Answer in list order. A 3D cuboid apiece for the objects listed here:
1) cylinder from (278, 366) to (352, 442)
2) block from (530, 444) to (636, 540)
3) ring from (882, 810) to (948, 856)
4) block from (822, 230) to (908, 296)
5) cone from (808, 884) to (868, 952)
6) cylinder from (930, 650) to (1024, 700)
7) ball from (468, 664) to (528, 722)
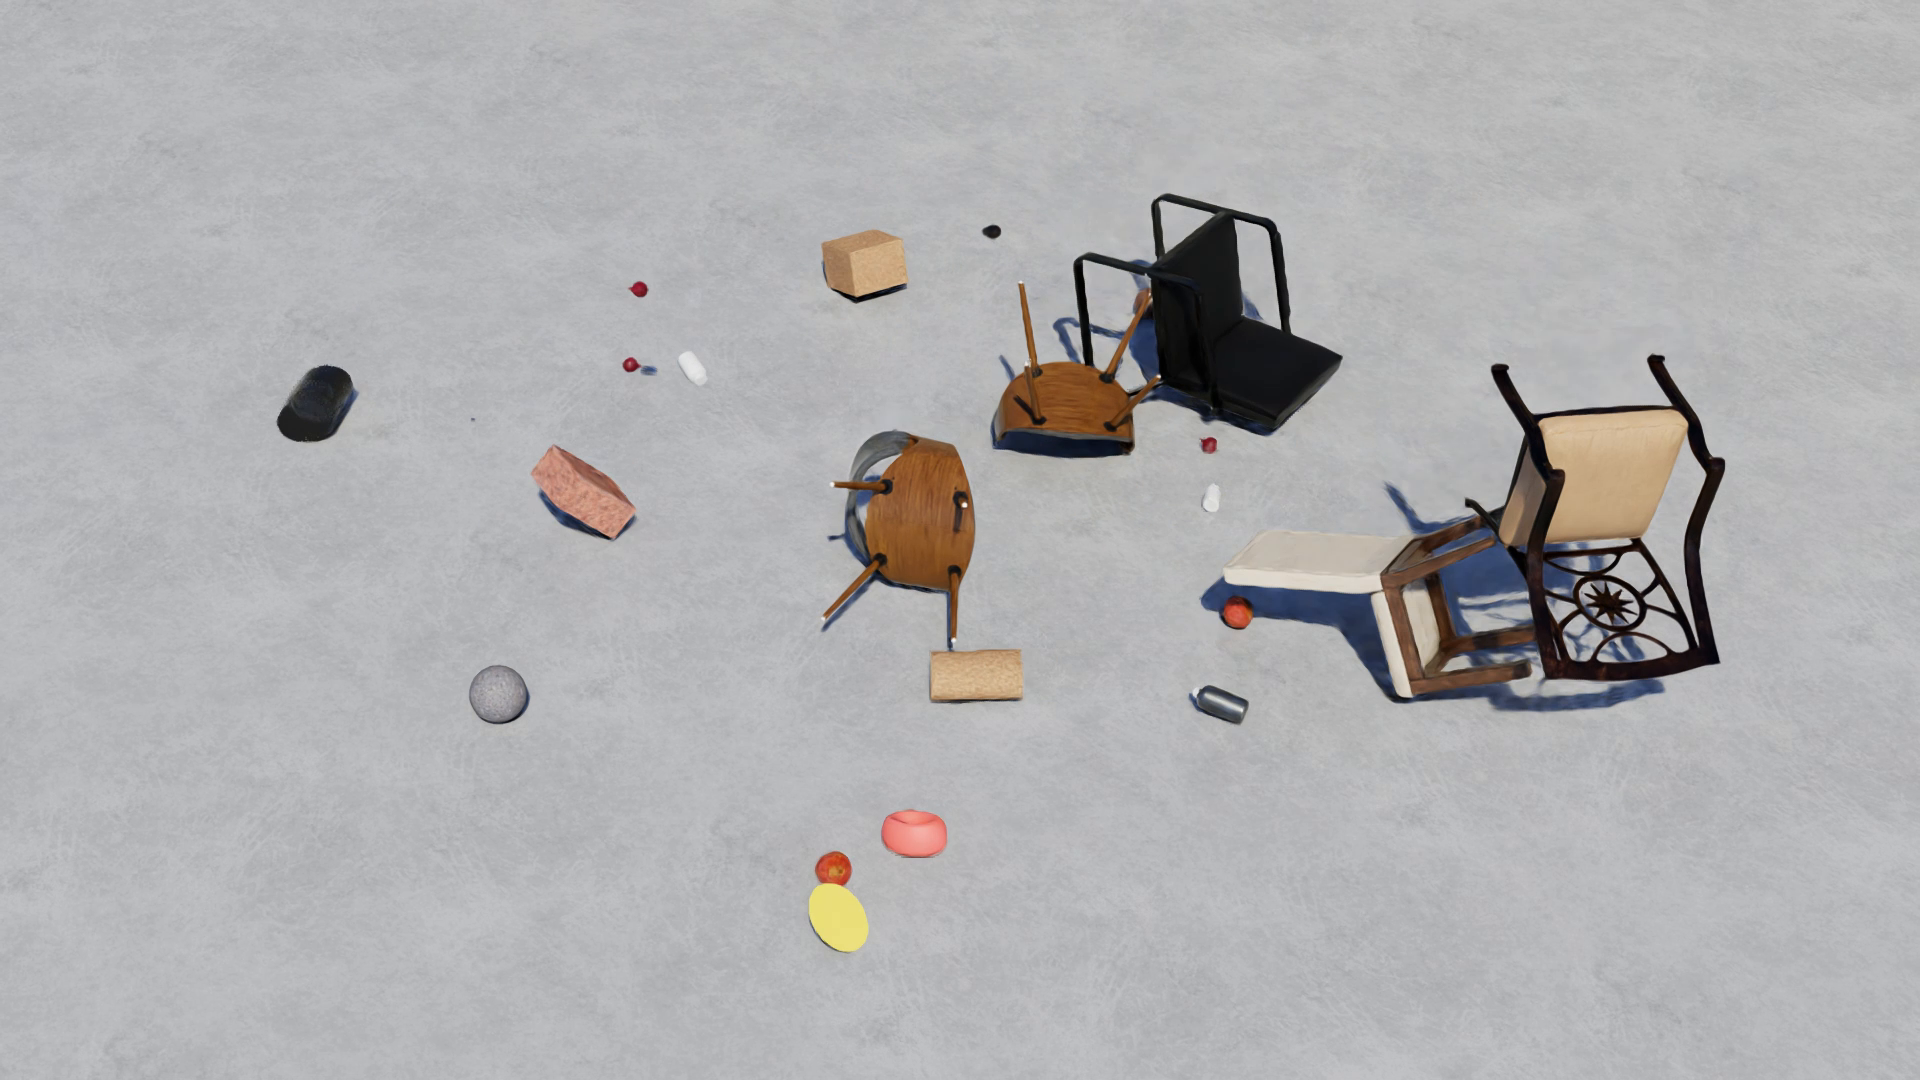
[{"bbox_3d":[-2.547,-0.538,11.583,0.235,0.182,0.274,-22,27,21],"label":"cylinder"},{"bbox_3d":[-1.399,-0.180,10.890,0.301,0.142,0.258,33,9,-42],"label":"block"},{"bbox_3d":[-0.145,0.940,9.407,0.217,0.111,0.150,4,20,14],"label":"ring"},{"bbox_3d":[-0.407,-1.183,12.508,0.255,0.194,0.262,-18,22,-25],"label":"block"},{"bbox_3d":[-0.402,1.188,9.075,0.223,0.094,0.233,16,49,-35],"label":"cone"},{"bbox_3d":[0.056,0.466,10.108,0.312,0.141,0.235,-1,28,-1],"label":"cylinder"},{"bbox_3d":[-1.571,0.523,9.972,0.196,0.196,0.196,0,33,0],"label":"ball"}]
